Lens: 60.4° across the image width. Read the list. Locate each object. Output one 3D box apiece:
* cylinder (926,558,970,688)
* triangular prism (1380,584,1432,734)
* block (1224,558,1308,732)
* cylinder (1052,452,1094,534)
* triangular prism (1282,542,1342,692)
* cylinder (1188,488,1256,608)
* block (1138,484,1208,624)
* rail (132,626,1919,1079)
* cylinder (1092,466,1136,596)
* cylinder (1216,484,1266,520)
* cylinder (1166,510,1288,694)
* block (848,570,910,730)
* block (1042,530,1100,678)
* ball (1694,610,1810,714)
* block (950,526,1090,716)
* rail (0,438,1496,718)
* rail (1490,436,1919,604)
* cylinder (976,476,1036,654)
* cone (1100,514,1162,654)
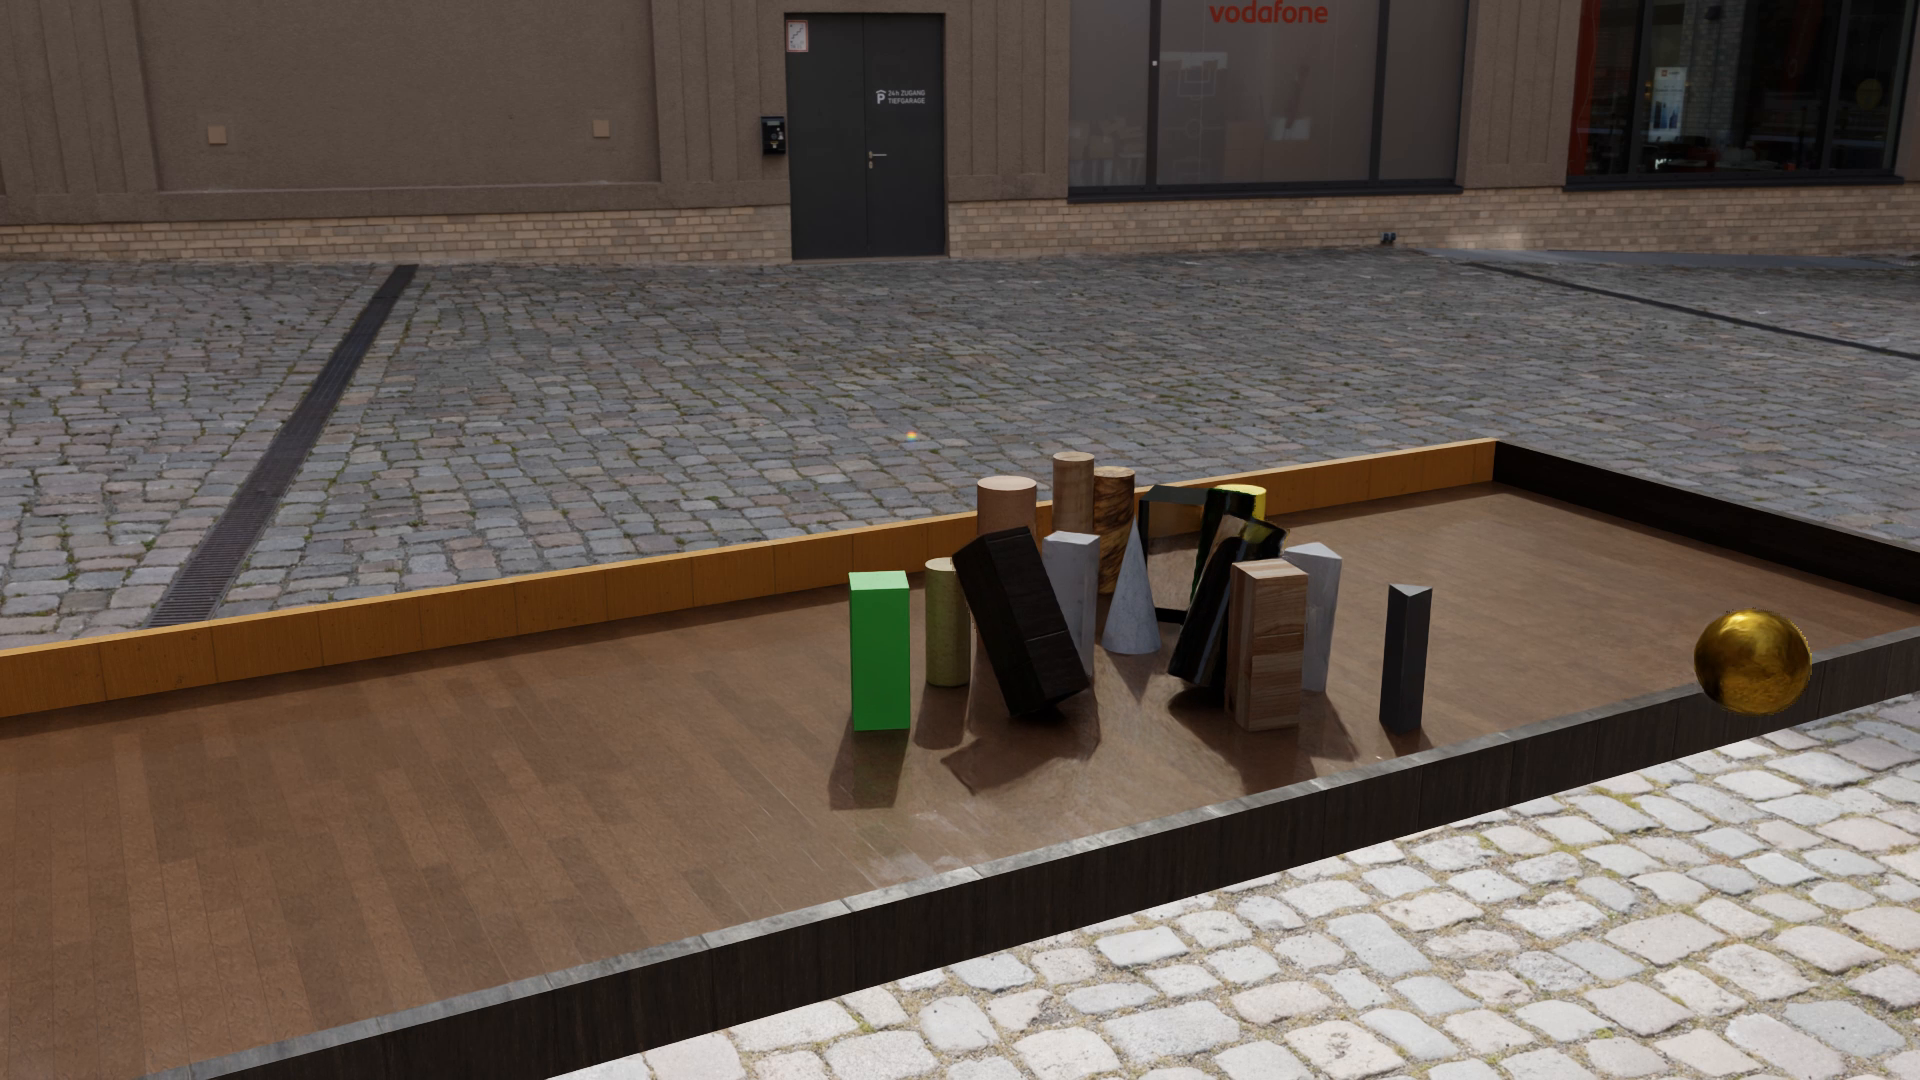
[{"bbox_3d":[-0.030,0.207,4.108,0.113,0.307,0.113,0,16,0],"label":"cylinder"},{"bbox_3d":[1.021,0.271,3.832,0.094,0.338,0.082,-14,22,-40],"label":"triangular prism"},{"bbox_3d":[0.714,0.245,3.860,0.130,0.374,0.130,-5,17,-16],"label":"block"},{"bbox_3d":[0.313,-0.015,4.606,0.114,0.450,0.114,0,16,0],"label":"cylinder"},{"bbox_3d":[0.864,0.185,4.110,0.144,0.343,0.124,9,16,18],"label":"triangular prism"},{"bbox_3d":[0.652,0.103,4.173,0.121,0.454,0.121,9,-1,0],"label":"cylinder"},{"bbox_3d":[0.605,0.040,4.610,0.178,0.343,0.178,6,17,20],"label":"block"},{"bbox_3d":[-2.336,1.006,1.665,12.000,0.150,0.050,-9,18,-27],"label":"rail"},{"bbox_3d":[0.439,-0.027,4.815,0.132,0.356,0.132,0,16,0],"label":"cylinder"},{"bbox_3d":[0.726,0.074,4.345,0.134,0.421,0.134,1,14,0],"label":"cylinder"},{"bbox_3d":[0.652,0.155,4.029,0.164,0.422,0.164,20,-3,1],"label":"cylinder"},{"bbox_3d":[-0.188,0.258,3.863,0.132,0.345,0.132,-2,16,-6],"label":"block"},{"bbox_3d":[0.269,0.171,4.116,0.114,0.362,0.114,7,13,20],"label":"block"},{"bbox_3d":[1.708,0.264,3.562,0.226,0.226,0.226,0,16,0],"label":"ball"},{"bbox_3d":[0.143,0.193,3.943,0.143,0.415,0.143,-11,-15,-39],"label":"block"},{"bbox_3d":[-3.305,0.497,3.399,12.000,0.150,0.050,-9,18,-27],"label":"rail"},{"bbox_3d":[2.466,-0.048,5.253,0.050,0.150,2.100,-9,18,-27],"label":"rail"},{"bbox_3d":[0.121,0.067,4.330,0.153,0.449,0.153,0,16,0],"label":"cylinder"},{"bbox_3d":[0.458,0.104,4.361,0.164,0.361,0.164,0,16,0],"label":"cone"}]
